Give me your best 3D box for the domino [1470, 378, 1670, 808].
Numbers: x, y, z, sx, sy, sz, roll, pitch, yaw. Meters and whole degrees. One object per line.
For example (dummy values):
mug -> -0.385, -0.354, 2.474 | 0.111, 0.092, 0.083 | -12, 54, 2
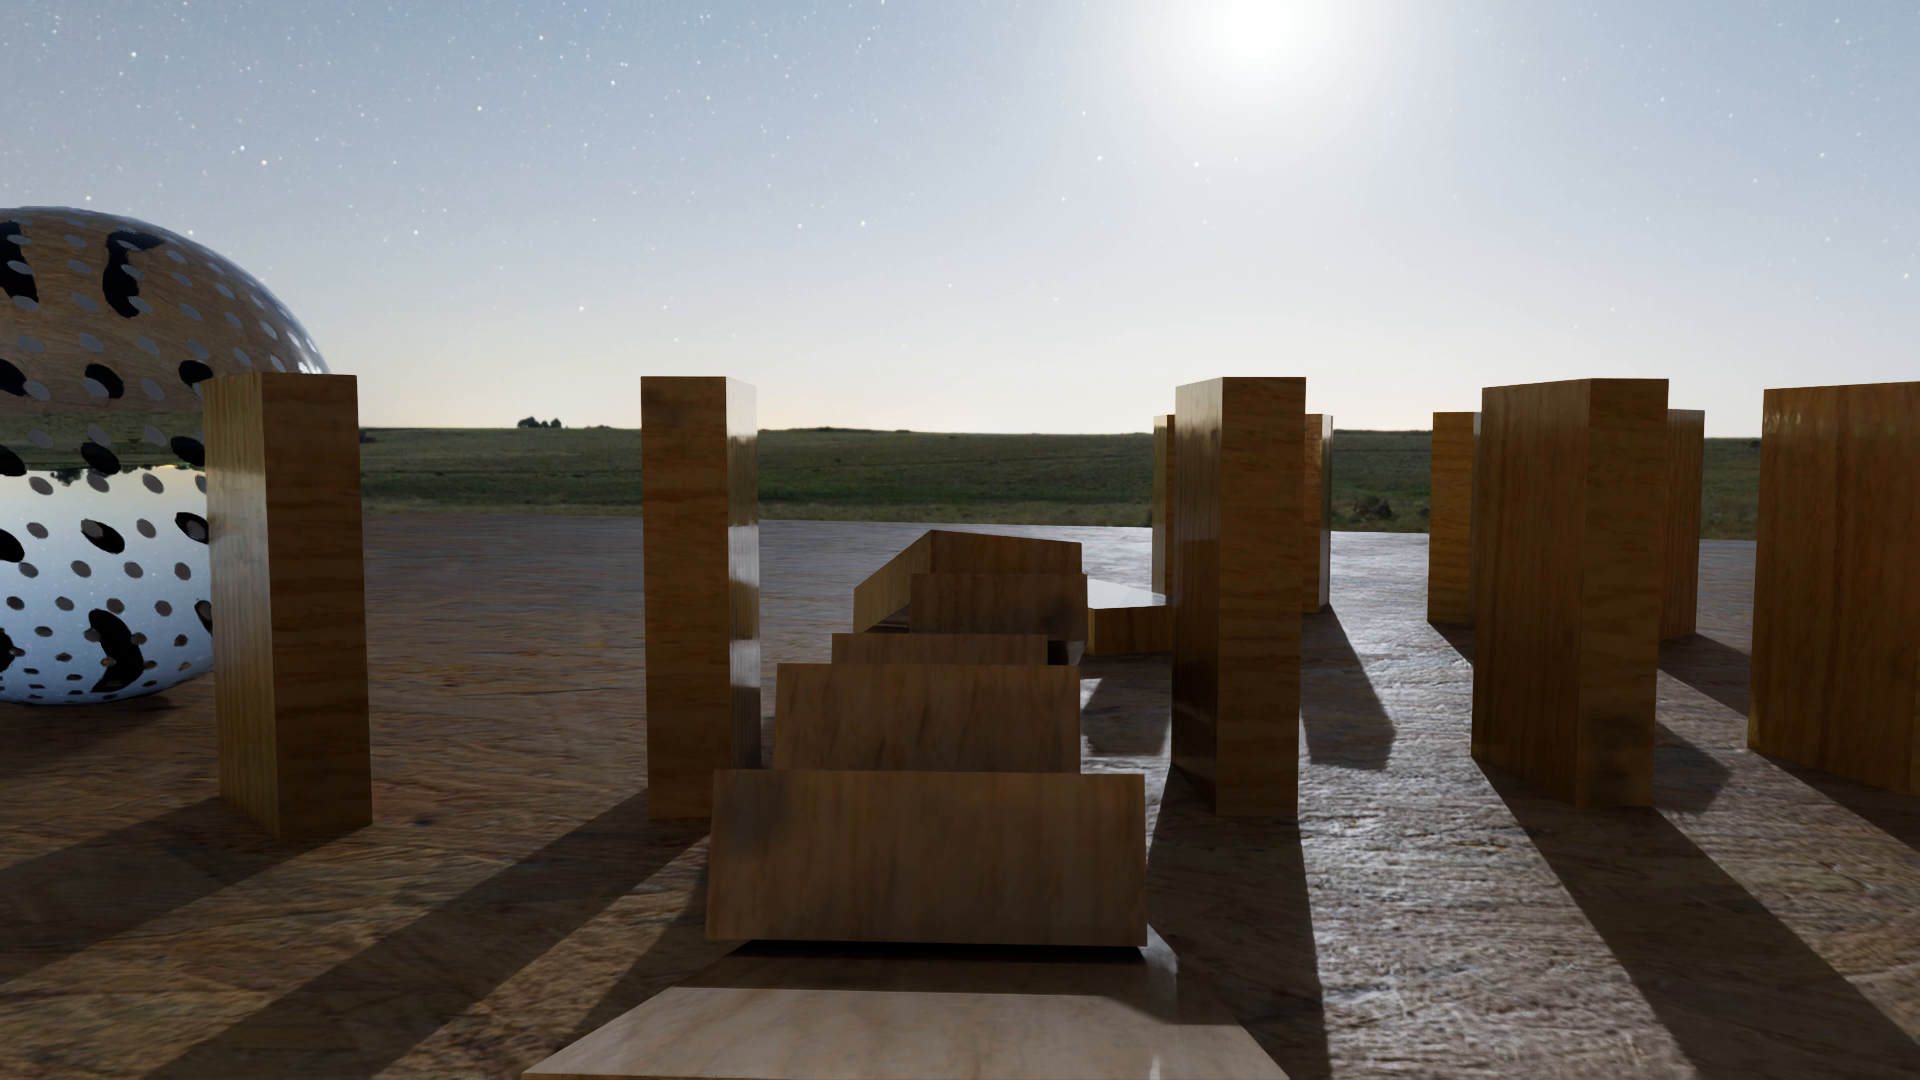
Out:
domino -> 0.076, 0.005, 0.161 | 0.009, 0.050, 0.025 | 0, 4, -5

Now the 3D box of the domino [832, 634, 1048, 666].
domino -> -0.001, 0.019, 0.173 | 0.025, 0.010, 0.050 | 0, -9, 3

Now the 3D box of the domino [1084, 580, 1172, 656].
domino -> 0.030, 0.016, 0.285 | 0.025, 0.009, 0.050 | -2, 5, -20

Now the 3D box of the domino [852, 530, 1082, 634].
domino -> 0.000, 0.009, 0.222 | 0.025, 0.009, 0.050 | 5, -14, -18

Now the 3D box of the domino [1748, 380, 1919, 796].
domino -> 0.117, 0.005, 0.167 | 0.009, 0.050, 0.025 | -1, 4, -11

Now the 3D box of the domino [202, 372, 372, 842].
domino -> -0.078, 0.006, 0.148 | 0.010, 0.050, 0.025 | -4, 6, -43

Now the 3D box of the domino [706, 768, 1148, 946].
domino -> -0.001, 0.023, 0.098 | 0.025, 0.010, 0.050 | 0, -13, 3

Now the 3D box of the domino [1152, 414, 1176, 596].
domino -> 0.058, -0.008, 0.341 | 0.009, 0.050, 0.025 | 0, 4, 1

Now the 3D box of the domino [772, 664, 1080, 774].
domino -> -0.002, 0.021, 0.129 | 0.025, 0.009, 0.050 | 0, -14, 3

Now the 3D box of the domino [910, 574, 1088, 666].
domino -> 0.006, 0.015, 0.204 | 0.025, 0.010, 0.050 | 0, -13, 2

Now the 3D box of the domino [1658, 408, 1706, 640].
domino -> 0.154, -0.004, 0.284 | 0.025, 0.050, 0.010 | -4, 6, -39

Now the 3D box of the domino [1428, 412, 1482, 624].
domino -> 0.124, -0.006, 0.313 | 0.009, 0.050, 0.025 | 3, 5, 38

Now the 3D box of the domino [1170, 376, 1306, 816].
domino -> 0.034, 0.006, 0.158 | 0.009, 0.050, 0.025 | 0, 4, -2

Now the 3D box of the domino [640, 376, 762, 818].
domino -> -0.031, 0.006, 0.157 | 0.009, 0.050, 0.025 | 0, 4, -1

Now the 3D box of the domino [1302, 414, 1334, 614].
domino -> 0.090, -0.007, 0.333 | 0.009, 0.050, 0.025 | 2, 5, 22

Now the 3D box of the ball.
ball -> -0.143, -0.013, 0.209 | 0.080, 0.080, 0.080 | 0, 4, 0

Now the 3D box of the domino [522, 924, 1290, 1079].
domino -> -0.001, 0.027, 0.065 | 0.025, 0.009, 0.050 | 0, -11, 3
